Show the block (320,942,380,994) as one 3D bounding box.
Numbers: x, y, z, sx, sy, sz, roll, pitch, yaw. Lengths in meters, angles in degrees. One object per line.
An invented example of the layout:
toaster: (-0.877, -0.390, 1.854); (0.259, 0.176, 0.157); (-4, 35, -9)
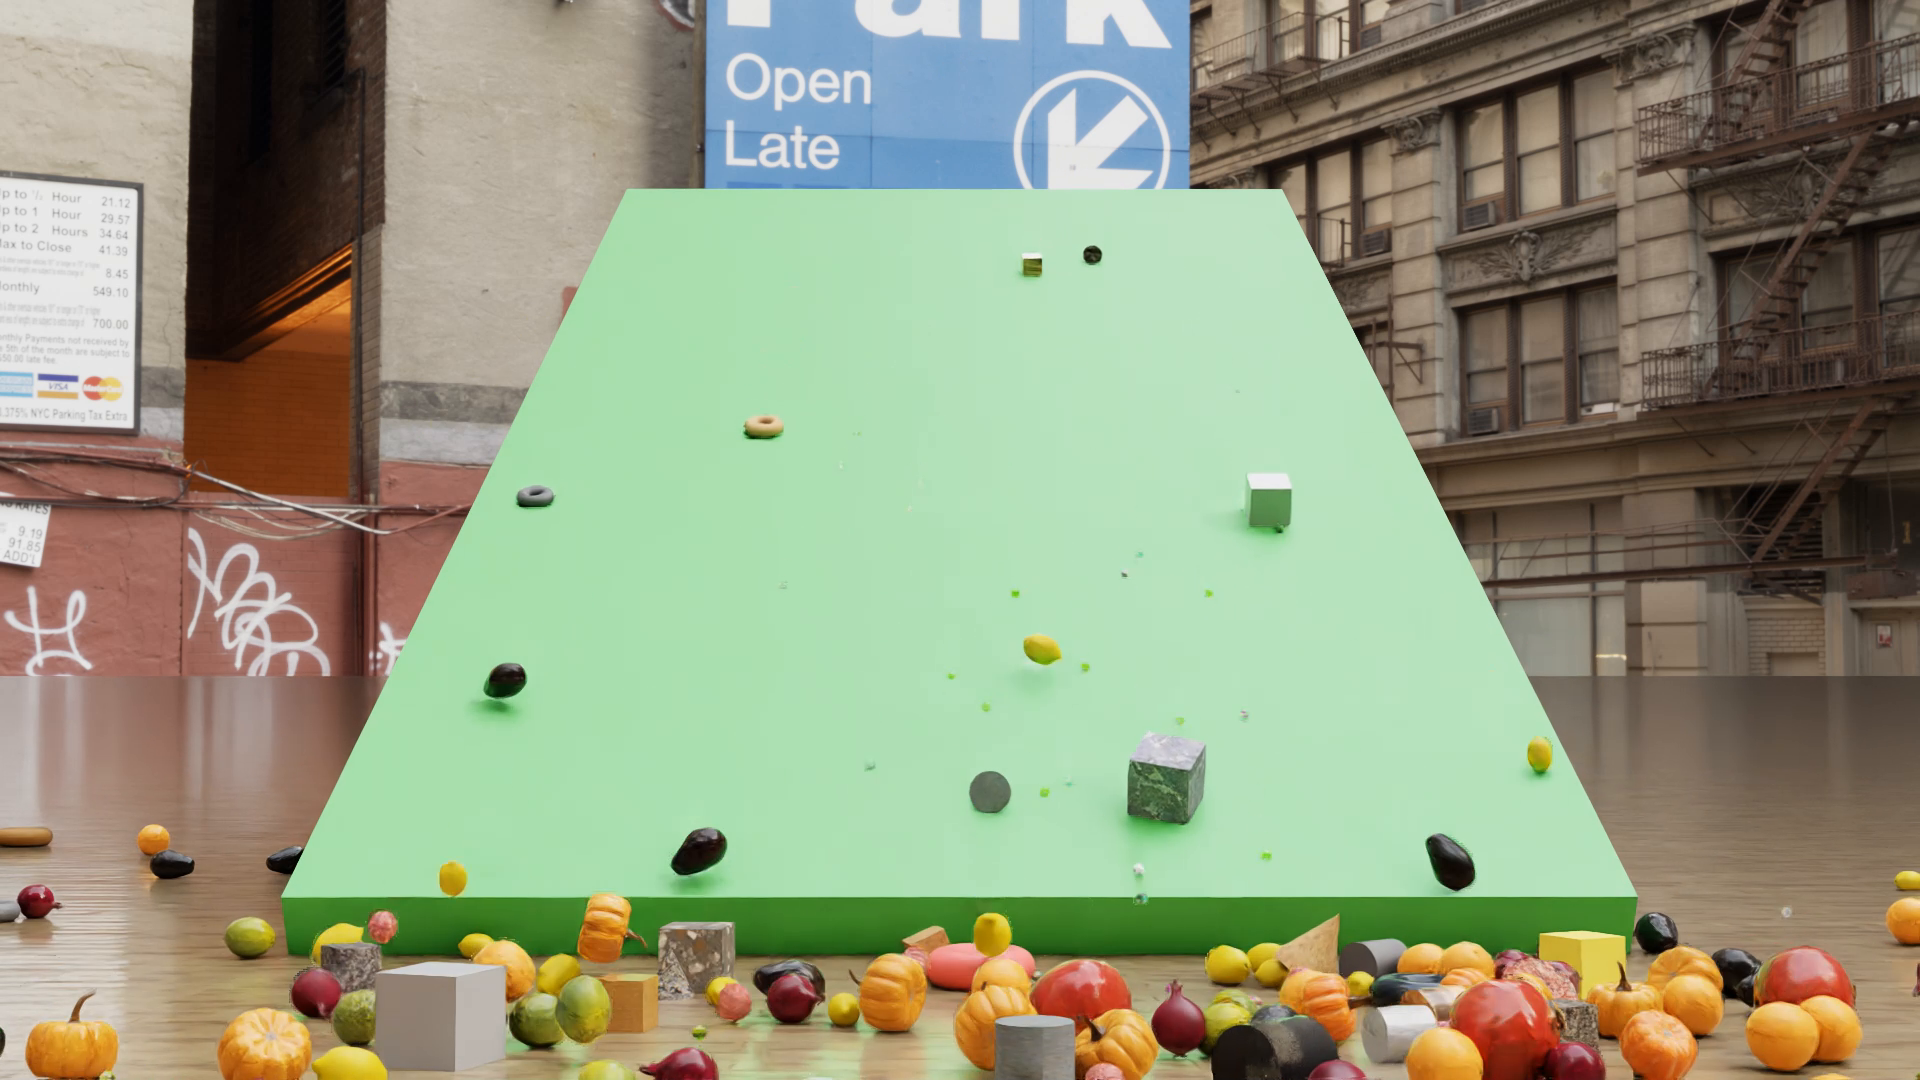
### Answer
block: (-0.810, 0.568, 3.084); (0.058, 0.058, 0.058); (3, -4, -41)

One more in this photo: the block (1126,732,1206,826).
block: (0.325, 0.374, 3.646); (0.098, 0.098, 0.098); (9, 25, 19)

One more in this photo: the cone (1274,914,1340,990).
cone: (0.481, 0.534, 3.084); (0.091, 0.091, 0.091); (29, 10, -6)

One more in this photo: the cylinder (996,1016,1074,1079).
cylinder: (0.074, 0.513, 2.282); (0.078, 0.078, 0.078); (0, -3, 0)

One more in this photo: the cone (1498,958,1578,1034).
cone: (0.657, 0.554, 2.716); (0.099, 0.099, 0.099); (1, -30, -14)

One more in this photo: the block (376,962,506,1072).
block: (-0.562, 0.515, 2.513); (0.100, 0.100, 0.100); (-1, -3, 21)

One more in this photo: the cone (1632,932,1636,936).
cone: (1.047, 0.613, 3.684); (0.076, 0.076, 0.076); (29, -13, -18)

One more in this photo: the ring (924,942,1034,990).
ring: (0.026, 0.575, 3.124); (0.150, 0.050, 0.150); (0, -2, 0)

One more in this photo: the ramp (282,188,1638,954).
ramp: (-0.008, -0.227, 5.272); (2.000, 0.100, 4.000); (0, 24, 0)

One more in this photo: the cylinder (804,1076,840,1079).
cylinder: (-0.084, 0.483, 1.867); (0.092, 0.092, 0.092); (-2, -4, 32)

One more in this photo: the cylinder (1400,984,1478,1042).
cylinder: (0.543, 0.540, 2.637); (0.063, 0.063, 0.063); (-1, -3, -26)

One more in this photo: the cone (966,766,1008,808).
cone: (0.054, 0.398, 3.675); (0.067, 0.067, 0.067); (-1, -19, 20)

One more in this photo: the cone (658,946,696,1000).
cone: (-0.375, 0.560, 3.009); (0.065, 0.065, 0.065); (0, -3, 0)

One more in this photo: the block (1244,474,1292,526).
block: (0.626, -0.081, 4.713); (0.083, 0.083, 0.083); (0, 24, -1)

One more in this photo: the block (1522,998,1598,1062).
block: (0.660, 0.539, 2.551); (0.057, 0.057, 0.057); (2, -4, -26)

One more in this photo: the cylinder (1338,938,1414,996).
cylinder: (0.546, 0.560, 3.046); (0.069, 0.069, 0.069); (2, -4, -37)

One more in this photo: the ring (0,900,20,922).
ring: (-1.636, 0.628, 3.916); (0.094, 0.031, 0.094); (-1, -2, 0)

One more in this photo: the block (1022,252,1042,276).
block: (0.194, -0.745, 6.272); (0.051, 0.051, 0.051); (-2, 24, -4)

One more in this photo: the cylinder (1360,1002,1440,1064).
cylinder: (0.476, 0.535, 2.511); (0.060, 0.060, 0.060); (18, -10, -24)

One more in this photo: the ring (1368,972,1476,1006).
ring: (0.573, 0.564, 2.876); (0.131, 0.044, 0.131); (1, -4, 0)

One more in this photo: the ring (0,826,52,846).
ring: (-2.259, 0.716, 5.598); (0.130, 0.043, 0.130); (0, -4, 0)

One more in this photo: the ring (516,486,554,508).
ring: (-0.878, -0.090, 4.796); (0.078, 0.026, 0.078); (1, 23, -1)

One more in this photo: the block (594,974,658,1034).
block: (-0.395, 0.548, 2.745); (0.060, 0.060, 0.060); (-1, -3, 10)

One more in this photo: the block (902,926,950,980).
block: (-0.042, 0.570, 3.207); (0.052, 0.052, 0.052); (-22, 3, -15)

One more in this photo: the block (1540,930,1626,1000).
block: (0.814, 0.556, 3.033); (0.077, 0.077, 0.077); (2, -4, -29)

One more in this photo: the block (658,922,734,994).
block: (-0.349, 0.555, 3.082); (0.084, 0.084, 0.084); (0, -3, 6)

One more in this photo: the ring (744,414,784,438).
ring: (-0.436, -0.254, 5.171); (0.089, 0.030, 0.089); (0, 25, 0)

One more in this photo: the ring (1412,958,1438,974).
ring: (0.617, 0.587, 3.160); (0.087, 0.029, 0.087); (-1, -3, 0)

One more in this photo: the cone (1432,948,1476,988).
cone: (0.667, 0.585, 3.099); (0.057, 0.057, 0.057); (29, 11, 28)
